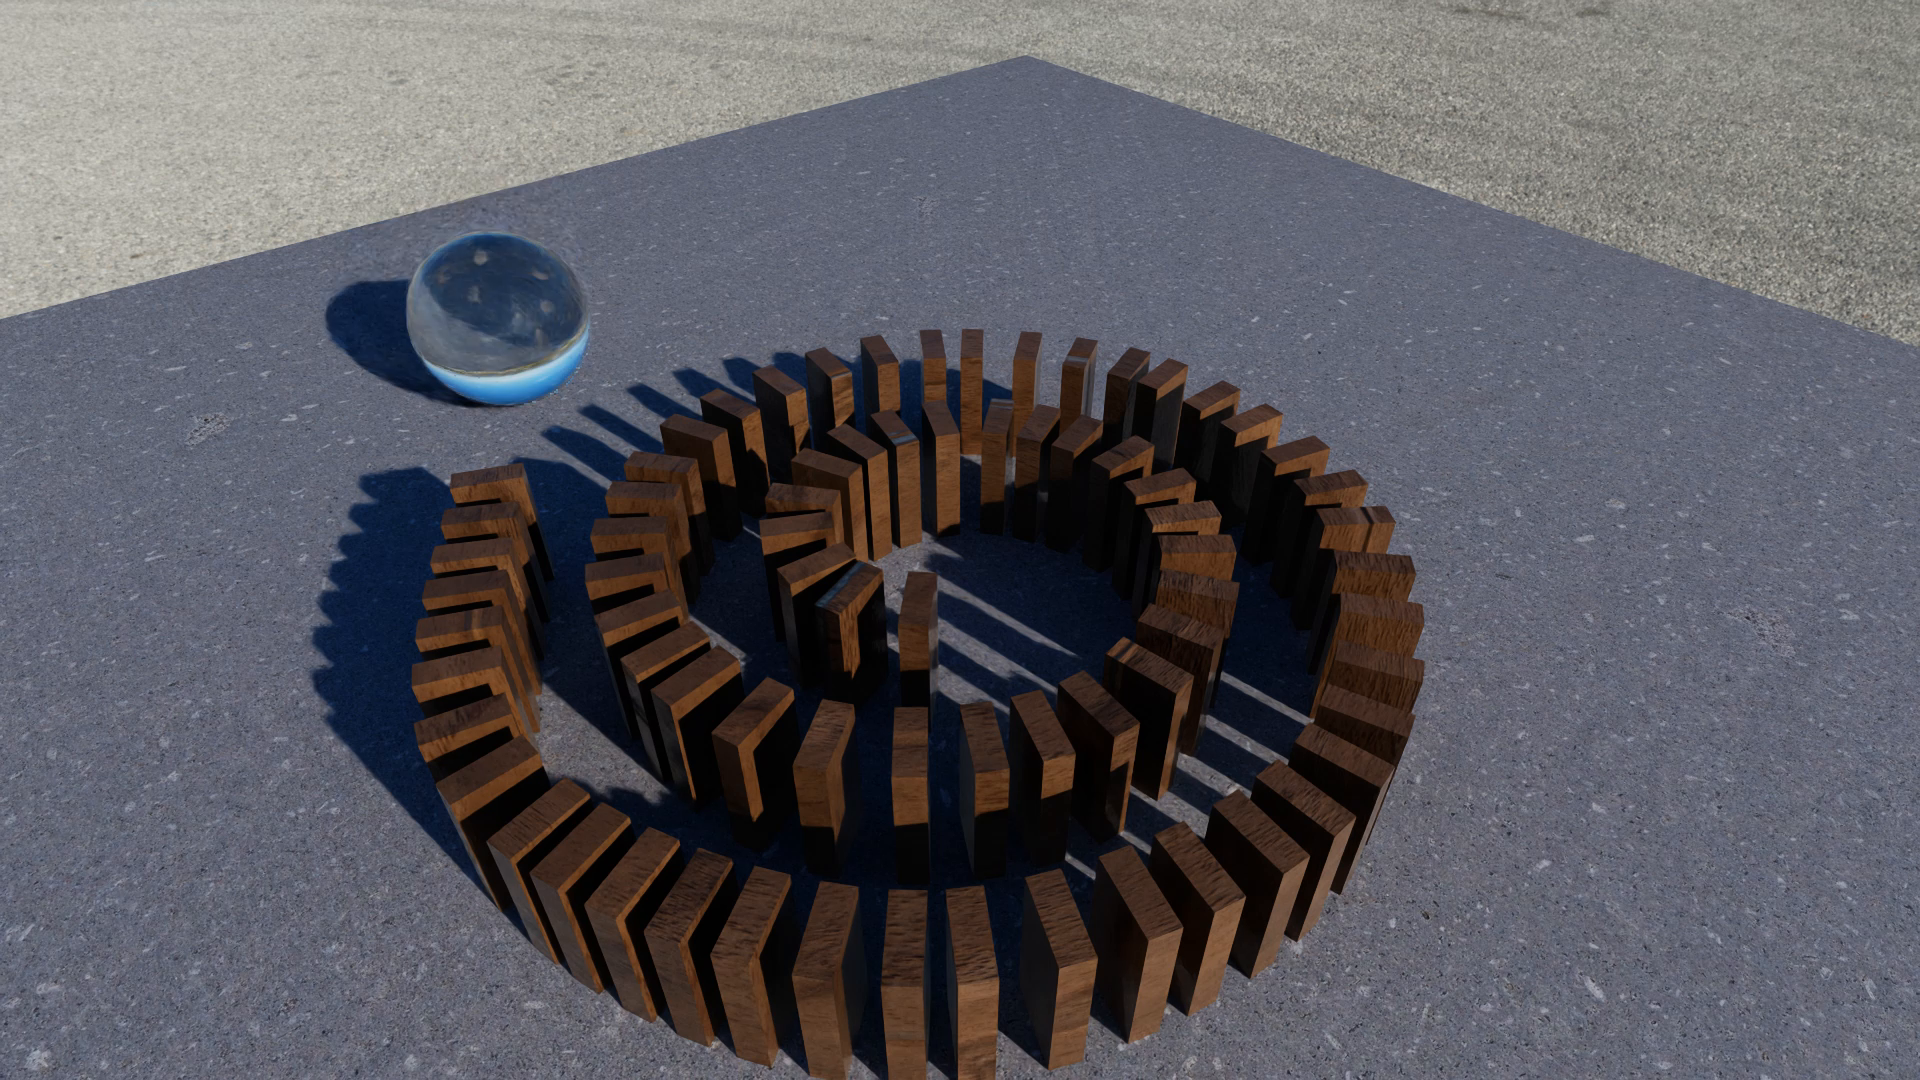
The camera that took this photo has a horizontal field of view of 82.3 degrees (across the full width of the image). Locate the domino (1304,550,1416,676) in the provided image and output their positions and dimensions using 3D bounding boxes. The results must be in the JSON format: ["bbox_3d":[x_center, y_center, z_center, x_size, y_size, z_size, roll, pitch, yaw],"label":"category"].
[{"bbox_3d":[0.137,0.027,0.379,0.025,0.050,0.009,4,40,5],"label":"domino"}]

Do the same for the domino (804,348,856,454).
[{"bbox_3d":[-0.056,-0.056,0.479,0.009,0.050,0.025,-22,44,-24],"label":"domino"}]

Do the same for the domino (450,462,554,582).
[{"bbox_3d":[-0.172,-0.004,0.417,0.025,0.050,0.010,-11,41,-13],"label":"domino"}]

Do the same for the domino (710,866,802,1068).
[{"bbox_3d":[-0.050,0.109,0.279,0.010,0.050,0.025,10,40,12],"label":"domino"}]

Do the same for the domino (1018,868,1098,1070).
[{"bbox_3d":[0.024,0.109,0.278,0.009,0.050,0.025,-10,40,-12],"label":"domino"}]

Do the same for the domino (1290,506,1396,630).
[{"bbox_3d":[0.138,0.011,0.398,0.025,0.050,0.009,-3,39,-3],"label":"domino"}]

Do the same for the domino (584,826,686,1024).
[{"bbox_3d":[-0.081,0.101,0.288,0.009,0.050,0.025,17,42,19],"label":"domino"}]

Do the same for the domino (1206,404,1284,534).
[{"bbox_3d":[0.114,-0.028,0.446,0.025,0.050,0.009,-23,44,-25],"label":"domino"}]

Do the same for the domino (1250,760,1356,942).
[{"bbox_3d":[0.091,0.087,0.305,0.009,0.050,0.025,-28,47,-30],"label":"domino"}]

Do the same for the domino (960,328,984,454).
[{"bbox_3d":[0.005,-0.066,0.492,0.010,0.050,0.025,1,39,1],"label":"domino"}]

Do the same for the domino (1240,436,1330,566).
[{"bbox_3d":[0.126,-0.015,0.429,0.025,0.050,0.009,-16,42,-19],"label":"domino"}]

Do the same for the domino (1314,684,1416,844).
[{"bbox_3d":[0.116,0.068,0.329,0.025,0.050,0.010,20,43,23],"label":"domino"}]

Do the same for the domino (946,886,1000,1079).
[{"bbox_3d":[0.003,0.112,0.275,0.010,0.050,0.025,-5,40,-6],"label":"domino"}]

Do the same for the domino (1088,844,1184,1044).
[{"bbox_3d":[0.044,0.105,0.284,0.010,0.050,0.025,-15,42,-17],"label":"domino"}]

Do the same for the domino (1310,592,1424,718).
[{"bbox_3d":[0.133,0.041,0.362,0.025,0.050,0.009,9,40,11],"label":"domino"}]

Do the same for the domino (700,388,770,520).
[{"bbox_3d":[-0.092,-0.035,0.454,0.025,0.050,0.009,27,46,29],"label":"domino"}]

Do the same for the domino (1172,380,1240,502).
[{"bbox_3d":[0.102,-0.039,0.459,0.025,0.050,0.009,-28,47,-30],"label":"domino"}]

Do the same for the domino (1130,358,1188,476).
[{"bbox_3d":[0.084,-0.050,0.472,0.009,0.050,0.025,27,46,29],"label":"domino"}]

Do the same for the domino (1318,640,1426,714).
[{"bbox_3d":[0.125,0.055,0.344,0.025,0.050,0.009,14,41,17],"label":"domino"}]

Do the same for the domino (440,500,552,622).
[{"bbox_3d":[-0.167,0.010,0.399,0.025,0.050,0.010,-7,40,-9],"label":"domino"}]

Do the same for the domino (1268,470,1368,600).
[{"bbox_3d":[0.134,-0.002,0.413,0.025,0.050,0.010,-10,40,-12],"label":"domino"}]

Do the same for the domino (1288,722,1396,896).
[{"bbox_3d":[0.105,0.078,0.316,0.025,0.050,0.009,27,47,29],"label":"domino"}]

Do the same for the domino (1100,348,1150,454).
[{"bbox_3d":[0.071,-0.055,0.479,0.010,0.050,0.025,19,43,22],"label":"domino"}]

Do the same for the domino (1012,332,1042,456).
[{"bbox_3d":[0.029,-0.064,0.490,0.010,0.050,0.025,6,40,8],"label":"domino"}]

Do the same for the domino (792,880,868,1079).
[{"bbox_3d":[-0.032,0.111,0.276,0.010,0.050,0.025,6,40,7],"label":"domino"}]

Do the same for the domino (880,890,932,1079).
[{"bbox_3d":[-0.013,0.112,0.274,0.009,0.050,0.025,1,39,1],"label":"domino"}]

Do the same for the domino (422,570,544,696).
[{"bbox_3d":[-0.160,0.034,0.371,0.025,0.050,0.009,-8,40,-10],"label":"domino"}]

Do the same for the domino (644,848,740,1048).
[{"bbox_3d":[-0.066,0.105,0.283,0.009,0.050,0.025,13,41,16],"label":"domino"}]

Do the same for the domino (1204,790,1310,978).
[{"bbox_3d":[0.077,0.094,0.297,0.009,0.050,0.025,-23,45,-26],"label":"domino"}]

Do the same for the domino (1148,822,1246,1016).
[{"bbox_3d":[0.059,0.100,0.289,0.010,0.050,0.025,-18,43,-21],"label":"domino"}]

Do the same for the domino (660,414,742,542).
[{"bbox_3d":[-0.103,-0.024,0.441,0.025,0.050,0.010,18,42,20],"label":"domino"}]

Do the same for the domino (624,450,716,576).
[{"bbox_3d":[-0.111,-0.010,0.423,0.025,0.050,0.009,8,40,9],"label":"domino"}]

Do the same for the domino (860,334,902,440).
[{"bbox_3d":[-0.035,-0.062,0.487,0.010,0.050,0.025,-13,41,-16],"label":"domino"}]

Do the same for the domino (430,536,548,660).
[{"bbox_3d":[-0.163,0.023,0.384,0.025,0.050,0.009,-7,40,-9],"label":"domino"}]

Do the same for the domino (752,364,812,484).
[{"bbox_3d":[-0.075,-0.046,0.468,0.010,0.050,0.025,-29,47,-31],"label":"domino"}]

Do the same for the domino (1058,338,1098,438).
[{"bbox_3d":[0.051,-0.061,0.486,0.010,0.050,0.025,12,41,14],"label":"domino"}]

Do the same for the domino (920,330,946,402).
[{"bbox_3d":[-0.012,-0.066,0.491,0.009,0.050,0.025,-4,39,-5],"label":"domino"}]
